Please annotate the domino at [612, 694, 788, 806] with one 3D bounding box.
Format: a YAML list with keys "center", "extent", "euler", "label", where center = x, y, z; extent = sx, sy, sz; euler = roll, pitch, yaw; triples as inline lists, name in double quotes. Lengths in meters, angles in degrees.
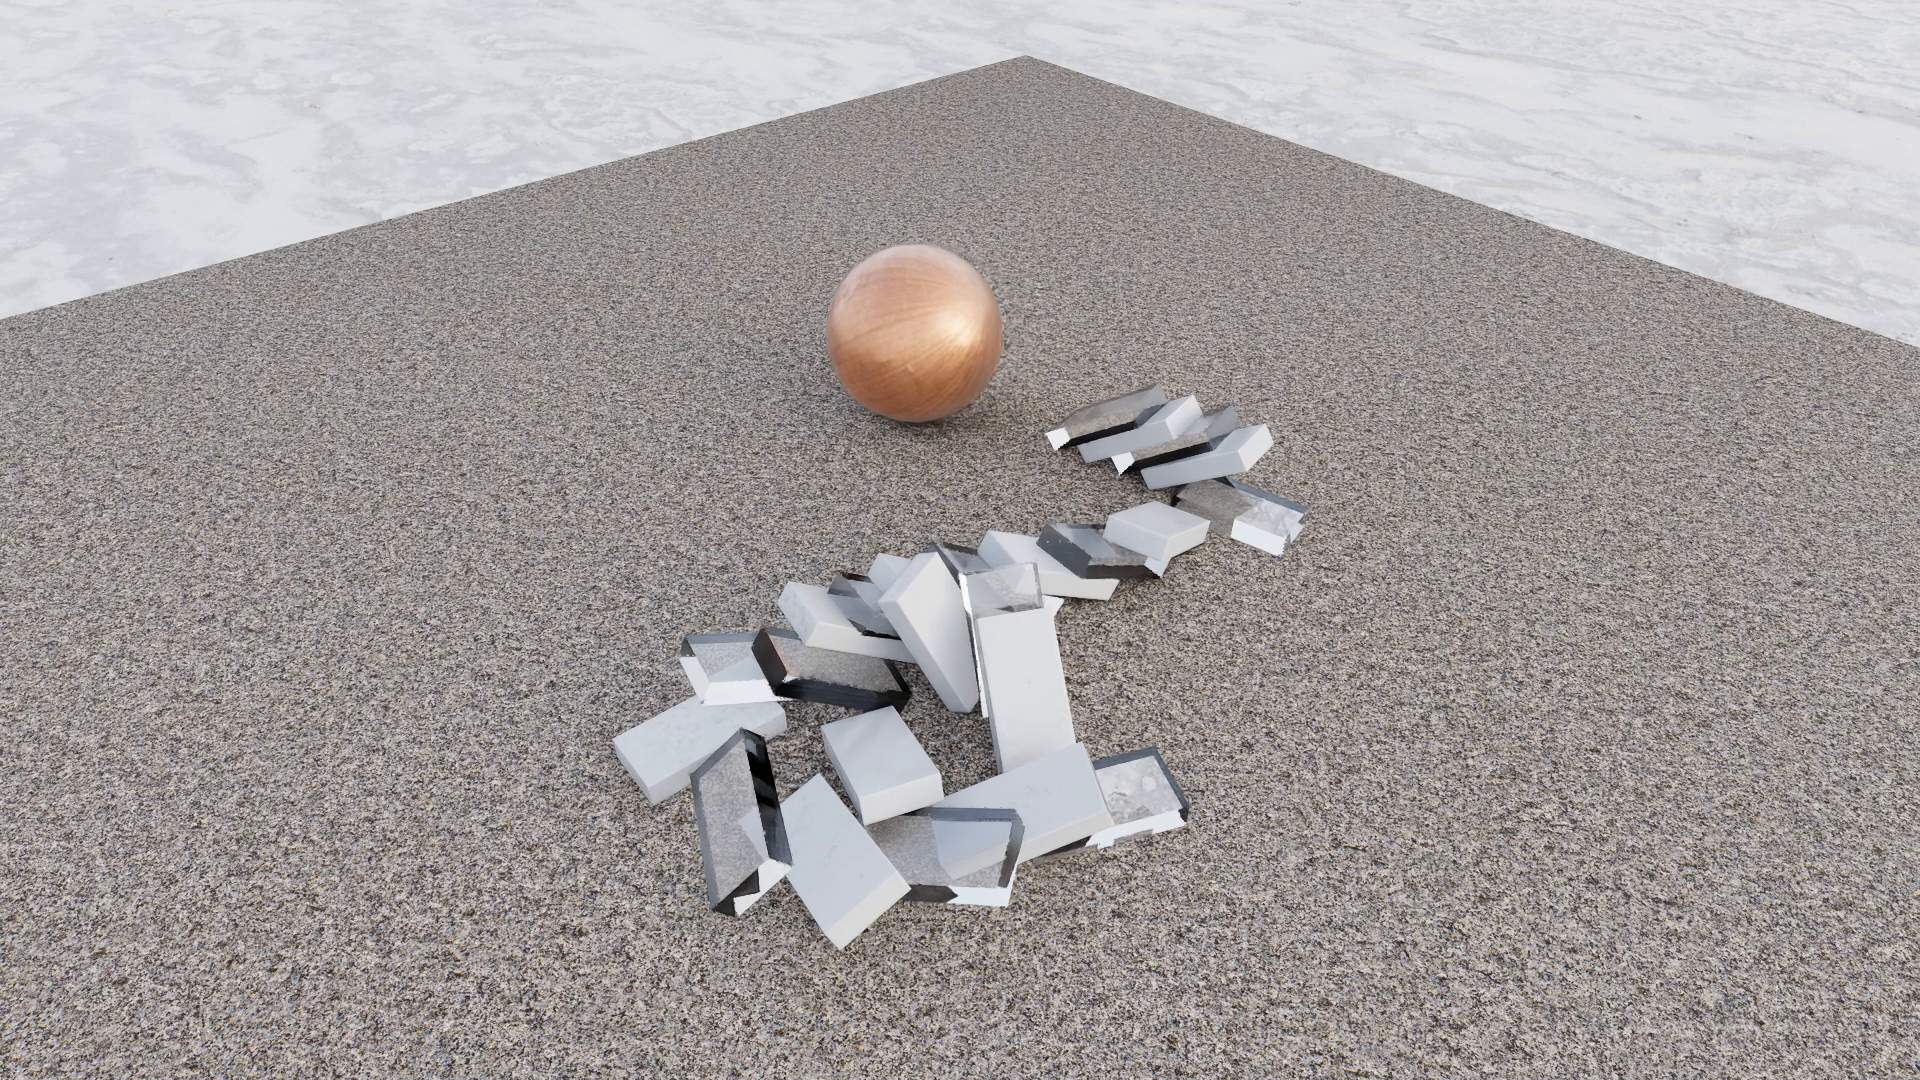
- center: [-0.086, 0.064, 0.365]
  extent: [0.050, 0.010, 0.025]
  euler: [-27, 47, -29]
  label: "domino"

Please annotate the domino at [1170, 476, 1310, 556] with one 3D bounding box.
- center: [0.116, -0.012, 0.459]
  extent: [0.050, 0.010, 0.025]
  euler: [24, 45, 27]
  label: "domino"

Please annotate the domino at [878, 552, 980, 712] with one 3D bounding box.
- center: [-0.006, 0.032, 0.373]
  extent: [0.010, 0.050, 0.025]
  euler: [-6, 34, 43]
  label: "domino"

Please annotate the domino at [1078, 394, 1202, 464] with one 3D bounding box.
- center: [0.078, -0.048, 0.480]
  extent: [0.050, 0.010, 0.025]
  euler: [-12, 21, 48]
  label: "domino"

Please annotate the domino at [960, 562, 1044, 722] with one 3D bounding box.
- center: [0.017, 0.034, 0.373]
  extent: [0.025, 0.050, 0.009]
  euler: [-10, 4, -12]
  label: "domino"

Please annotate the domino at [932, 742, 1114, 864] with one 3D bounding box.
- center: [0.018, 0.082, 0.329]
  extent: [0.050, 0.010, 0.025]
  euler: [-23, 43, 5]
  label: "domino"

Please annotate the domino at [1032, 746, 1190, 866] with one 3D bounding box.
- center: [0.043, 0.082, 0.343]
  extent: [0.050, 0.010, 0.025]
  euler: [-11, 41, -13]
  label: "domino"

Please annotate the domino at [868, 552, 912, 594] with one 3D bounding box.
- center: [-0.007, 0.019, 0.398]
  extent: [0.050, 0.010, 0.025]
  euler: [14, 22, -42]
  label: "domino"

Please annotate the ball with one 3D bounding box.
- center: [-0.020, -0.094, 0.502]
  extent: [0.080, 0.080, 0.080]
  euler: [0, 39, 0]
  label: "ball"

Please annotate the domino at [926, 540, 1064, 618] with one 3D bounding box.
- center: [0.012, 0.015, 0.405]
  extent: [0.050, 0.010, 0.025]
  euler: [13, 26, -40]
  label: "domino"

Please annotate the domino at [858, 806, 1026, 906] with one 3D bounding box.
- center: [-0.008, 0.091, 0.318]
  extent: [0.050, 0.010, 0.025]
  euler: [-5, 43, 23]
  label: "domino"

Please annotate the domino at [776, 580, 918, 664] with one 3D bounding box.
- center: [-0.037, 0.029, 0.385]
  extent: [0.050, 0.009, 0.025]
  euler: [15, 22, -41]
  label: "domino"

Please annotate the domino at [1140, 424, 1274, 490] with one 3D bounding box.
- center: [0.104, -0.035, 0.465]
  extent: [0.050, 0.010, 0.025]
  euler: [-10, 23, 48]
  label: "domino"

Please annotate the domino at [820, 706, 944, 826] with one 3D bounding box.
- center: [-0.025, 0.069, 0.345]
  extent: [0.025, 0.009, 0.050]
  euler: [-14, 20, -16]
  label: "domino"

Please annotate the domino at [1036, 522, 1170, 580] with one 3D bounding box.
- center: [0.056, 0.004, 0.421]
  extent: [0.050, 0.010, 0.025]
  euler: [1, 30, -45]
  label: "domino"

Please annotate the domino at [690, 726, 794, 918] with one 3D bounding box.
- center: [-0.066, 0.084, 0.330]
  extent: [0.025, 0.009, 0.050]
  euler: [-43, 40, 15]
  label: "domino"

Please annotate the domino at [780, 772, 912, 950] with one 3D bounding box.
- center: [-0.038, 0.092, 0.318]
  extent: [0.025, 0.009, 0.050]
  euler: [-38, 38, -13]
  label: "domino"

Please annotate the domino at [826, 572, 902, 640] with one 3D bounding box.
- center: [-0.020, 0.025, 0.392]
  extent: [0.050, 0.009, 0.025]
  euler: [13, 23, -45]
  label: "domino"

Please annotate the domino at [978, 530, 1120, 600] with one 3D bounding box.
- center: [0.034, 0.010, 0.414]
  extent: [0.050, 0.009, 0.025]
  euler: [8, 29, -39]
  label: "domino"

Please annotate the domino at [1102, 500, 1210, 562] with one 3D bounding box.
- center: [0.078, -0.004, 0.432]
  extent: [0.025, 0.009, 0.050]
  euler: [23, 19, 25]
  label: "domino"

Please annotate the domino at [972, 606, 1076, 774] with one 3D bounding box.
- center: [0.021, 0.049, 0.359]
  extent: [0.025, 0.009, 0.050]
  euler: [-8, 82, -10]
  label: "domino"

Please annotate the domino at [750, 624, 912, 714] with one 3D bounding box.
- center: [-0.043, 0.044, 0.368]
  extent: [0.050, 0.010, 0.025]
  euler: [16, 23, -39]
  label: "domino"

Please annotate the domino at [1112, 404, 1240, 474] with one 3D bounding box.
- center: [0.092, -0.043, 0.474]
  extent: [0.050, 0.010, 0.025]
  euler: [-13, 21, 47]
  label: "domino"

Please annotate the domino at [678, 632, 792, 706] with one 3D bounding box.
- center: [-0.067, 0.043, 0.376]
  extent: [0.050, 0.010, 0.025]
  euler: [2, 33, -37]
  label: "domino"

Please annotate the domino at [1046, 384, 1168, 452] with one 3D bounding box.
- center: [0.065, -0.054, 0.488]
  extent: [0.050, 0.009, 0.025]
  euler: [-12, 22, 49]
  label: "domino"
